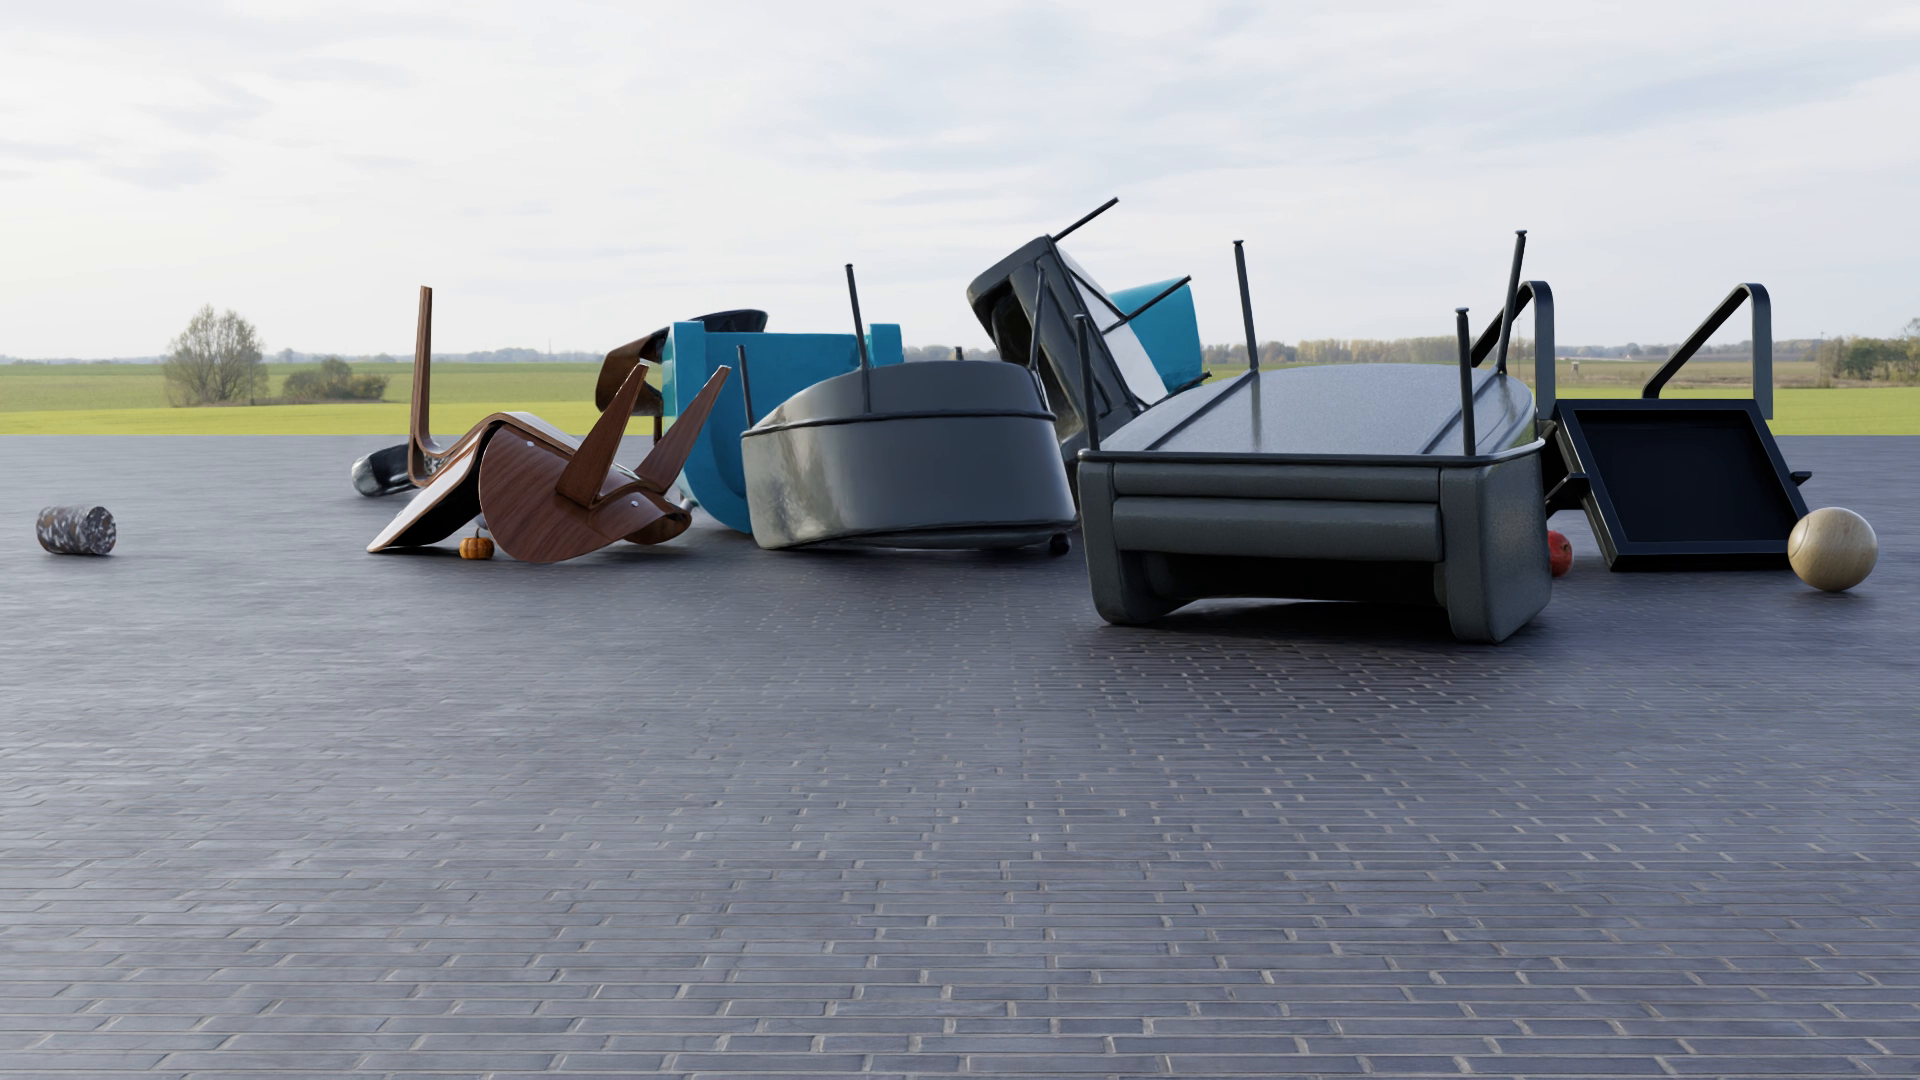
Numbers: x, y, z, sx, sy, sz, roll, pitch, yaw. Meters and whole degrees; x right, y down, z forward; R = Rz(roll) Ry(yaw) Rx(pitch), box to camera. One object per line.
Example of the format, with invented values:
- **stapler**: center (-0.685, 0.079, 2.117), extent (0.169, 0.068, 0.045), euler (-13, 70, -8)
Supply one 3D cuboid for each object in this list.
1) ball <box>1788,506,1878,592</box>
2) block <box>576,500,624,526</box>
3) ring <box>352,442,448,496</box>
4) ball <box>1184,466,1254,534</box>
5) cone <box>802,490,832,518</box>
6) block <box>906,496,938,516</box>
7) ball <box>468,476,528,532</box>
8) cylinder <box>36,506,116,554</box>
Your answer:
- **ball**: center (1.935, 0.020, 4.877), extent (0.188, 0.188, 0.188), euler (0, 4, 0)
- **block**: center (-1.195, -0.091, 7.293), extent (0.131, 0.078, 0.154), euler (0, 4, 1)
- **ring**: center (-2.346, -0.296, 9.207), extent (0.402, 0.165, 0.387), euler (-16, -1, 4)
- **ball**: center (0.801, -0.125, 6.813), extent (0.213, 0.213, 0.213), euler (0, 4, 0)
- **cone**: center (-0.521, -0.102, 7.688), extent (0.095, 0.094, 0.162), euler (-42, 6, -36)
- **block**: center (-0.138, -0.126, 7.909), extent (0.079, 0.064, 0.115), euler (-2, 4, -25)
- **ball**: center (-1.443, -0.112, 6.866), extent (0.179, 0.179, 0.179), euler (0, 4, 0)
- **cylinder**: center (-2.405, -0.028, 5.986), extent (0.172, 0.134, 0.113), euler (2, 23, 23)
